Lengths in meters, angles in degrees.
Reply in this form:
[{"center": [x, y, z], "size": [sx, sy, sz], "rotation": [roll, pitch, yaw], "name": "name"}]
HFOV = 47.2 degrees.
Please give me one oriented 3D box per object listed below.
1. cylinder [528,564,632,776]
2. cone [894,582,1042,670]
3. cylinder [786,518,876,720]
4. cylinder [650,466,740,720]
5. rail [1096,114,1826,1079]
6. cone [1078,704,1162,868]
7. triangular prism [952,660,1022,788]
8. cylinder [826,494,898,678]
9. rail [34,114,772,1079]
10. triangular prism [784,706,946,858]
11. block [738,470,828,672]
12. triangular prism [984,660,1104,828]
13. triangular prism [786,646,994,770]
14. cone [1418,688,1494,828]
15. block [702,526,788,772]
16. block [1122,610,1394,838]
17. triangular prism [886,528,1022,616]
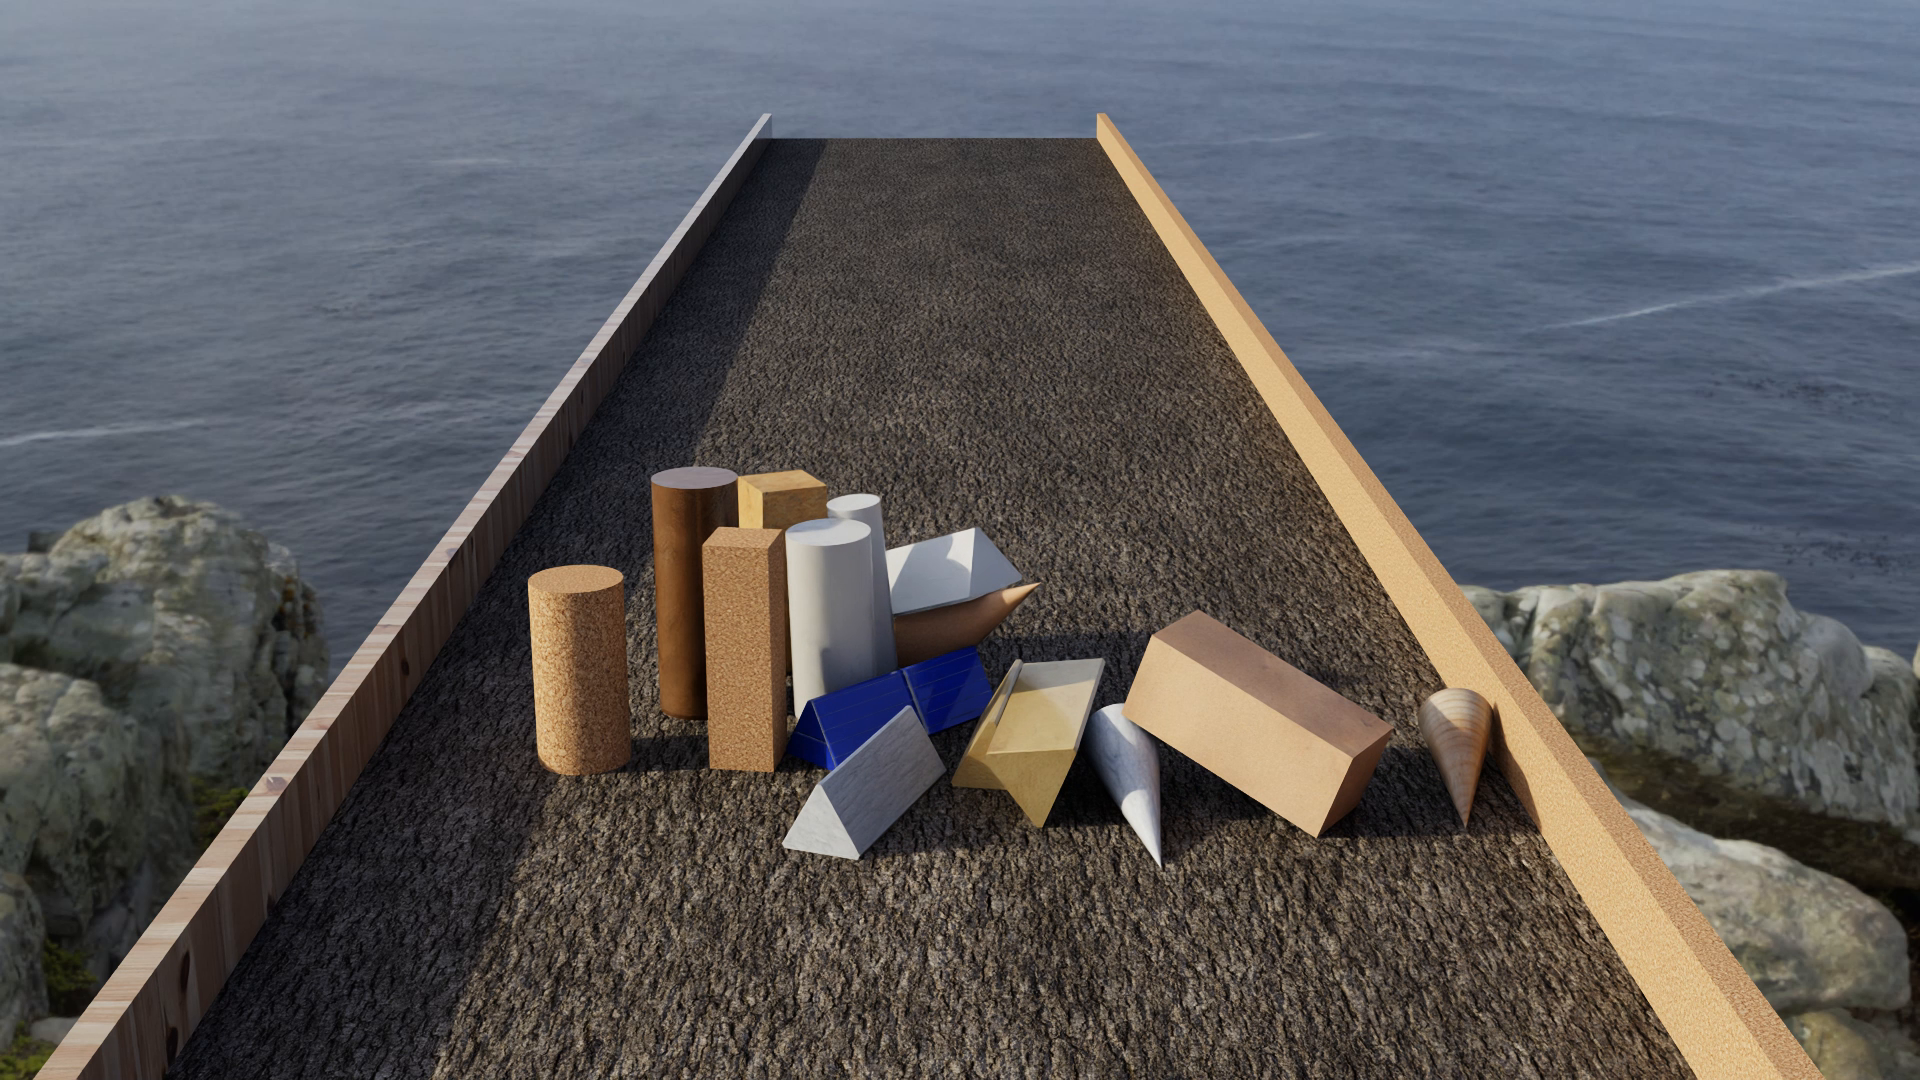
[{"center": [-0.669, 0.228, 3.874], "size": [0.164, 0.335, 0.164], "rotation": [0, 17, 0], "name": "cylinder"}, {"center": [0.038, 0.141, 4.132], "size": [0.153, 0.153, 0.428], "rotation": [-12, -11, -35], "name": "cone"}, {"center": [-0.237, 0.153, 4.077], "size": [0.157, 0.355, 0.157], "rotation": [-1, 19, 0], "name": "cylinder"}, {"center": [-0.488, 0.099, 4.109], "size": [0.159, 0.447, 0.159], "rotation": [0, 17, 0], "name": "cylinder"}, {"center": [0.932, -0.844, 7.801], "size": [0.050, 0.150, 12.000], "rotation": [0, 17, -1], "name": "rail"}, {"center": [0.297, 0.433, 3.648], "size": [0.143, 0.143, 0.386], "rotation": [-2, 27, -6], "name": "cone"}, {"center": [0.081, 0.322, 3.920], "size": [0.139, 0.120, 0.323], "rotation": [3, 17, 9], "name": "triangular prism"}, {"center": [-0.183, 0.108, 4.188], "size": [0.102, 0.378, 0.102], "rotation": [-5, 18, 2], "name": "cylinder"}, {"center": [-1.118, -0.838, 7.780], "size": [0.050, 0.150, 12.000], "rotation": [0, 17, -1], "name": "rail"}, {"center": [-0.156, 0.394, 3.684], "size": [0.135, 0.117, 0.380], "rotation": [6, 18, 20], "name": "triangular prism"}, {"center": [-0.350, 0.063, 4.356], "size": [0.134, 0.373, 0.134], "rotation": [-7, 18, -25], "name": "block"}, {"center": [0.174, 0.317, 3.811], "size": [0.132, 0.152, 0.447], "rotation": [-35, 8, 18], "name": "triangular prism"}, {"center": [-0.120, 0.295, 4.024], "size": [0.132, 0.114, 0.414], "rotation": [16, 23, 42], "name": "triangular prism"}, {"center": [0.858, 0.399, 3.770], "size": [0.133, 0.133, 0.339], "rotation": [3, 28, 8], "name": "cone"}, {"center": [-0.376, 0.192, 3.861], "size": [0.115, 0.410, 0.115], "rotation": [2, 17, 8], "name": "block"}, {"center": [0.497, 0.303, 3.698], "size": [0.396, 0.163, 0.163], "rotation": [32, 30, 24], "name": "block"}, {"center": [-0.097, 0.070, 4.268], "size": [0.139, 0.121, 0.459], "rotation": [-21, 4, -41], "name": "triangular prism"}]
